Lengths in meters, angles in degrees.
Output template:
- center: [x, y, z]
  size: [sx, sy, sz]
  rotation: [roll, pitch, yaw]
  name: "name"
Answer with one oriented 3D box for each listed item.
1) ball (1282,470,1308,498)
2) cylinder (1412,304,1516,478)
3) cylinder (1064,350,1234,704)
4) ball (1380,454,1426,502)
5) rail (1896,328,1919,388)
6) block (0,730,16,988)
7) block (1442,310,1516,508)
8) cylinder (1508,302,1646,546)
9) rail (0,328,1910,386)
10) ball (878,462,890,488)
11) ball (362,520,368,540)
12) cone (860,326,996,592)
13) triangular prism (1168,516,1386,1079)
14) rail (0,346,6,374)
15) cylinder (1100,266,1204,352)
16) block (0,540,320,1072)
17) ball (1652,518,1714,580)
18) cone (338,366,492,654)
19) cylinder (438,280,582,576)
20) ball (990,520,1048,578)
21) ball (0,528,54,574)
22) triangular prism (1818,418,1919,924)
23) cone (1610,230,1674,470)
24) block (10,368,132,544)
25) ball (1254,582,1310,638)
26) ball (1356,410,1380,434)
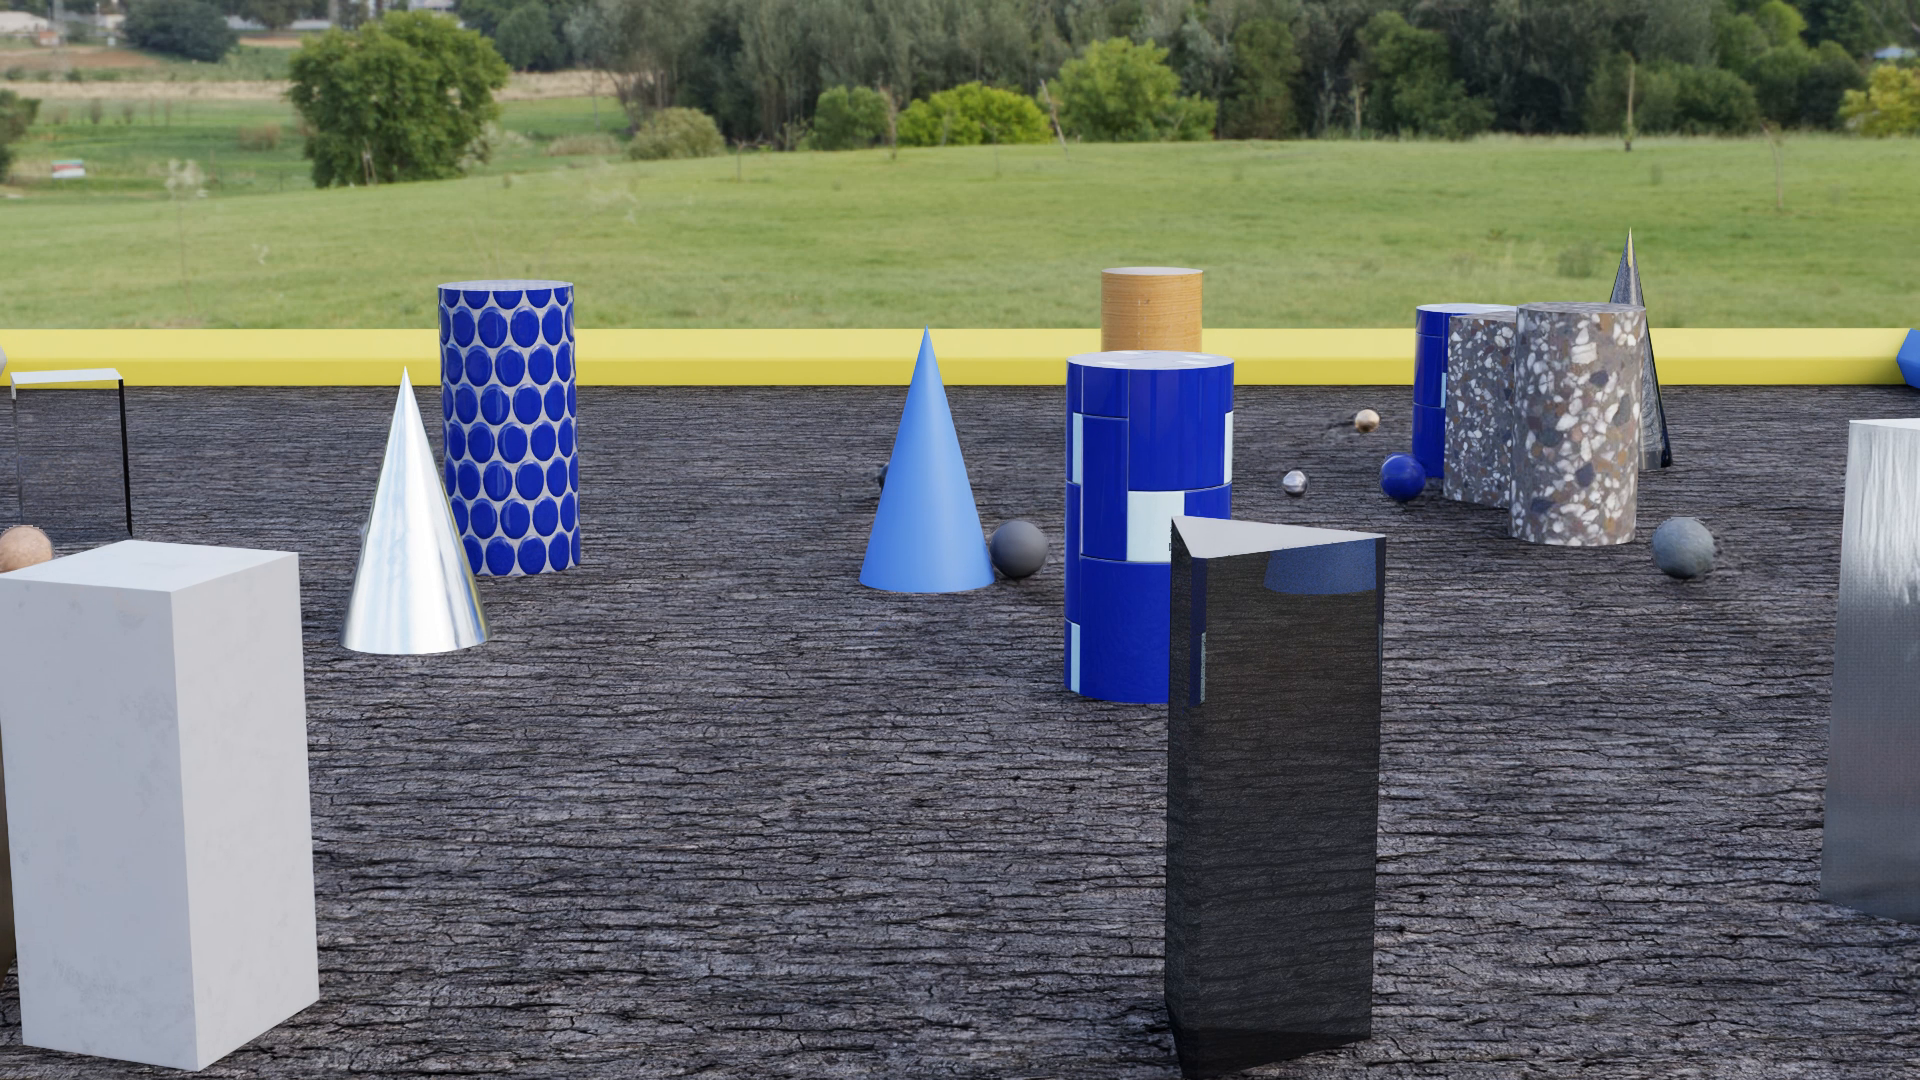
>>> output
- center: [0.570, -0.095, 4.363]
  size: [0.046, 0.046, 0.046]
  rotation: [0, 11, 0]
  name: "ball"
- center: [0.915, -0.269, 4.619]
  size: [0.195, 0.296, 0.195]
  rotation: [0, 11, 0]
  name: "cylinder"
- center: [0.221, -0.019, 3.022]
  size: [0.195, 0.387, 0.195]
  rotation: [0, 11, 0]
  name: "cylinder"
- center: [0.747, -0.105, 4.329]
  size: [0.078, 0.078, 0.078]
  rotation: [0, 11, 0]
  name: "ball"
- center: [2.175, 0.030, 3.461]
  size: [0.045, 0.127, 4.970]
  rotation: [0, 11, 0]
  name: "rail"
- center: [-0.848, 0.241, 2.034]
  size: [0.156, 0.236, 0.156]
  rotation: [-2, 11, -12]
  name: "block"
- center: [0.932, -0.222, 4.327]
  size: [0.156, 0.309, 0.156]
  rotation: [-9, 14, -40]
  name: "block"
- center: [0.959, -0.184, 3.994]
  size: [0.195, 0.357, 0.195]
  rotation: [0, 11, 0]
  name: "cylinder"
- center: [-0.014, -0.416, 5.869]
  size: [4.398, 0.127, 0.045]
  rotation: [0, 11, 0]
  name: "rail"
- center: [-0.111, -0.105, 4.380]
  size: [0.059, 0.059, 0.059]
  rotation: [0, 11, 0]
  name: "ball"
- center: [-0.834, -0.004, 3.762]
  size: [0.086, 0.086, 0.086]
  rotation: [0, 11, 0]
  name: "ball"
- center: [-0.047, -0.124, 3.644]
  size: [0.195, 0.367, 0.195]
  rotation: [0, 11, 0]
  name: "cone"
- center: [0.202, 0.183, 1.932]
  size: [0.169, 0.386, 0.147]
  rotation: [-6, 12, -30]
  name: "triangular prism"
- center: [-2.175, 0.035, 3.437]
  size: [0.045, 0.127, 4.970]
  rotation: [0, 11, 0]
  name: "rail"
- center: [0.368, -0.351, 4.949]
  size: [0.195, 0.336, 0.195]
  rotation: [0, 11, 0]
  name: "cylinder"
- center: [-0.605, 0.195, 1.944]
  size: [0.156, 0.359, 0.156]
  rotation: [4, 11, 19]
  name: "block"
- center: [1.035, 0.013, 3.672]
  size: [0.086, 0.086, 0.086]
  rotation: [0, 11, 0]
  name: "ball"
- center: [-0.701, -0.048, 3.273]
  size: [0.195, 0.351, 0.195]
  rotation: [0, 11, 0]
  name: "cone"
- center: [-0.660, -0.168, 3.761]
  size: [0.195, 0.410, 0.195]
  rotation: [0, 11, 0]
  name: "cylinder"
- center: [0.084, 0.014, 3.678]
  size: [0.083, 0.083, 0.083]
  rotation: [0, 11, 0]
  name: "ball"
- center: [-1.330, 0.021, 3.646]
  size: [0.079, 0.079, 0.079]
  rotation: [0, 11, 0]
  name: "ball"
- center: [0.870, 0.110, 2.217]
  size: [0.147, 0.426, 0.169]
  rotation: [-9, 14, -41]
  name: "triangular prism"
- center: [1.224, -0.359, 4.725]
  size: [0.195, 0.434, 0.195]
  rotation: [0, 11, 0]
  name: "cone"
- center: [-1.387, -0.132, 4.005]
  size: [0.156, 0.250, 0.156]
  rotation: [-4, 11, -22]
  name: "block"
- center: [0.413, 0.090, 3.297]
  size: [0.072, 0.072, 0.072]
  rotation: [0, 11, 0]
  name: "ball"
- center: [0.813, -0.236, 5.120]
  size: [0.048, 0.048, 0.048]
  rotation: [0, 11, 0]
  name: "ball"
